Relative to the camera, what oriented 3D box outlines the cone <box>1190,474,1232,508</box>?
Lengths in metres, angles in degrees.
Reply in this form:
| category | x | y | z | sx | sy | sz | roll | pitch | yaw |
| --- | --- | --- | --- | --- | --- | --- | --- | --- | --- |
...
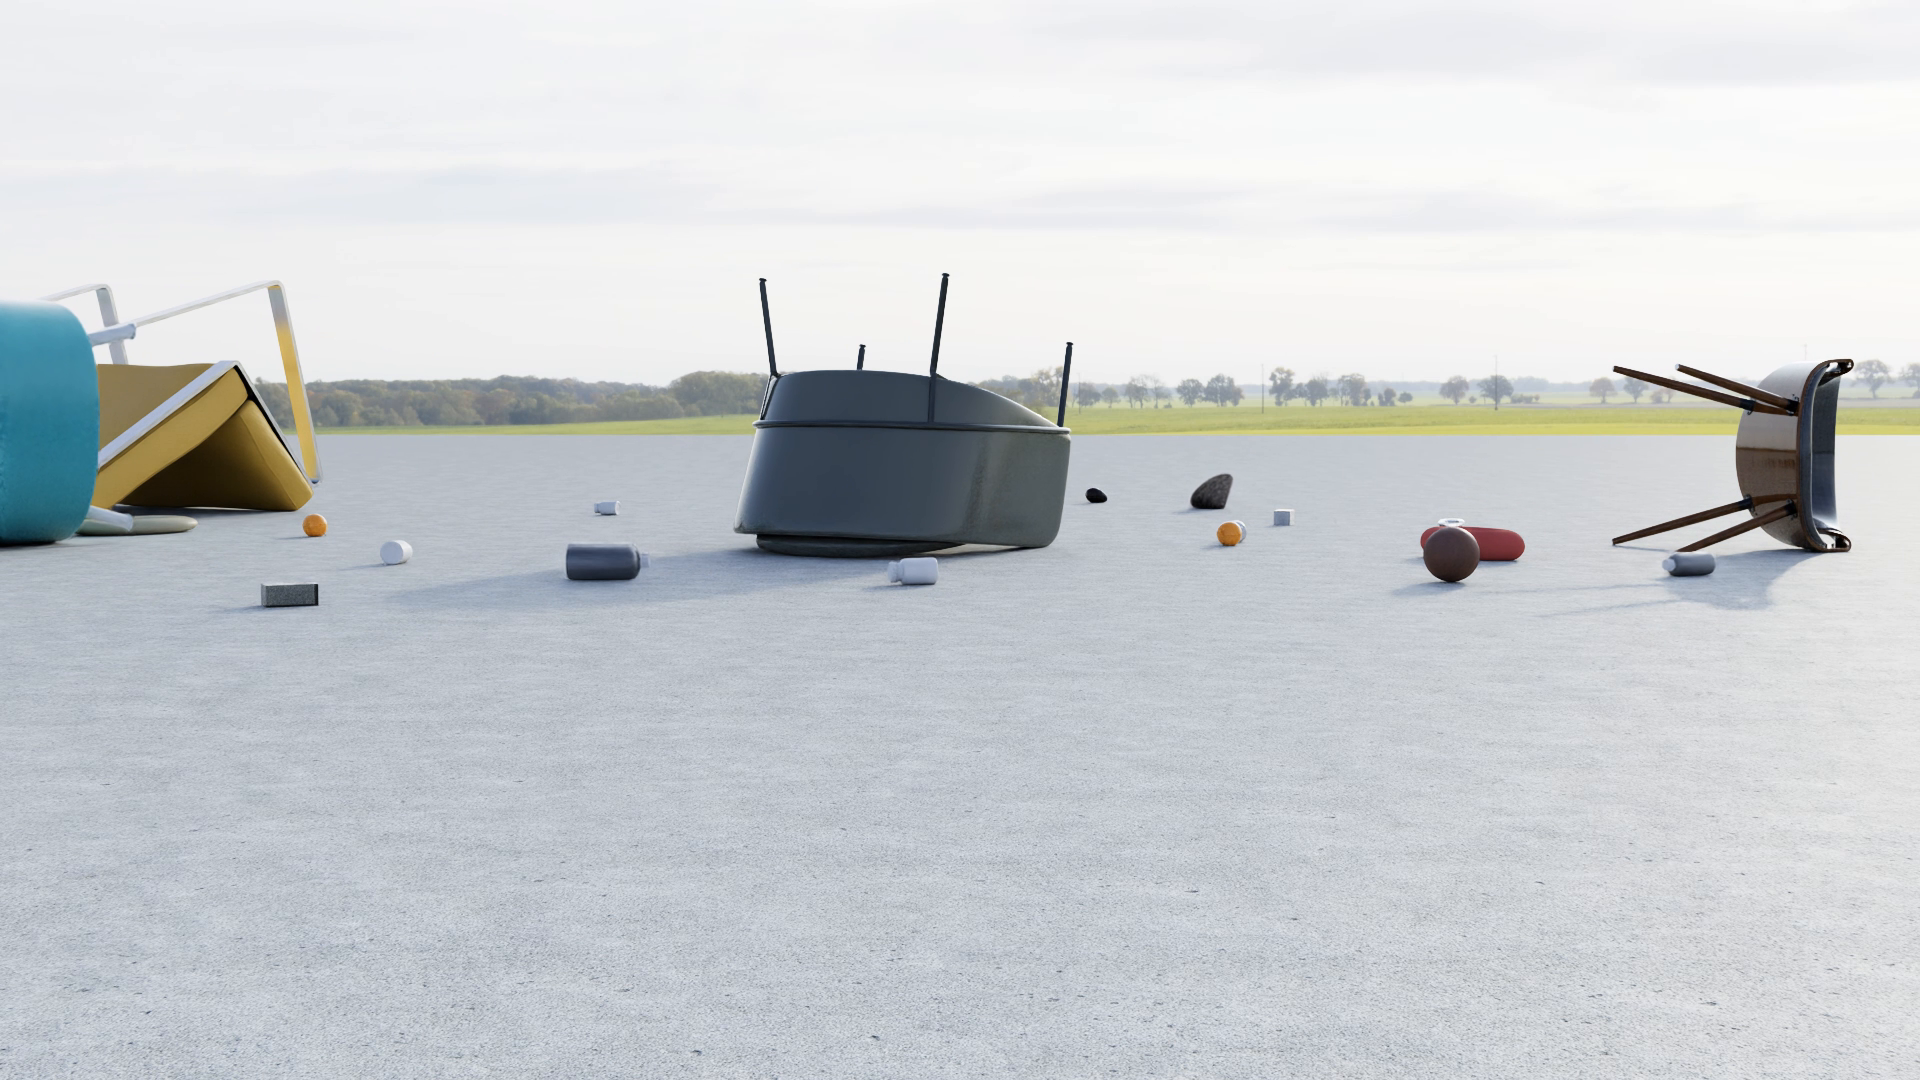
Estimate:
| category | x | y | z | sx | sy | sz | roll | pitch | yaw |
| --- | --- | --- | --- | --- | --- | --- | --- | --- | --- |
| cone | 0.969 | -0.150 | 8.257 | 0.188 | 0.094 | 0.181 | -15 | -34 | -27 |

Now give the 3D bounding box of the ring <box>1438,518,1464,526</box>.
| category | x | y | z | sx | sy | sz | roll | pitch | yaw |
| --- | --- | --- | --- | --- | --- | --- | --- | --- | --- |
| ring | 1.605 | -0.056 | 7.184 | 0.096 | 0.024 | 0.071 | -3 | 6 | -31 |

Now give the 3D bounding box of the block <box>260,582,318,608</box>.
| category | x | y | z | sx | sy | sz | roll | pitch | yaw |
| --- | --- | --- | --- | --- | --- | --- | --- | --- | --- |
| block | -1.393 | 0.113 | 4.569 | 0.105 | 0.045 | 0.066 | -2 | 4 | -26 |

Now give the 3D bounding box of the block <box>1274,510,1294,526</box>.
| category | x | y | z | sx | sy | sz | roll | pitch | yaw |
| --- | --- | --- | --- | --- | --- | --- | --- | --- | --- |
| block | 1.074 | -0.075 | 7.285 | 0.054 | 0.048 | 0.080 | 1 | 4 | 19 |

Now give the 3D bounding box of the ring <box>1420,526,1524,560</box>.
| category | x | y | z | sx | sy | sz | roll | pitch | yaw |
| --- | --- | --- | --- | --- | --- | --- | --- | --- | --- |
| ring | 1.358 | 0.010 | 5.835 | 0.300 | 0.080 | 0.156 | 5 | 7 | 43 |

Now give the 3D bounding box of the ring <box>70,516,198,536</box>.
| category | x | y | z | sx | sy | sz | roll | pitch | yaw |
| --- | --- | --- | --- | --- | --- | --- | --- | --- | --- |
| ring | -2.570 | -0.045 | 6.847 | 0.393 | 0.050 | 0.225 | -4 | 6 | -42 |
